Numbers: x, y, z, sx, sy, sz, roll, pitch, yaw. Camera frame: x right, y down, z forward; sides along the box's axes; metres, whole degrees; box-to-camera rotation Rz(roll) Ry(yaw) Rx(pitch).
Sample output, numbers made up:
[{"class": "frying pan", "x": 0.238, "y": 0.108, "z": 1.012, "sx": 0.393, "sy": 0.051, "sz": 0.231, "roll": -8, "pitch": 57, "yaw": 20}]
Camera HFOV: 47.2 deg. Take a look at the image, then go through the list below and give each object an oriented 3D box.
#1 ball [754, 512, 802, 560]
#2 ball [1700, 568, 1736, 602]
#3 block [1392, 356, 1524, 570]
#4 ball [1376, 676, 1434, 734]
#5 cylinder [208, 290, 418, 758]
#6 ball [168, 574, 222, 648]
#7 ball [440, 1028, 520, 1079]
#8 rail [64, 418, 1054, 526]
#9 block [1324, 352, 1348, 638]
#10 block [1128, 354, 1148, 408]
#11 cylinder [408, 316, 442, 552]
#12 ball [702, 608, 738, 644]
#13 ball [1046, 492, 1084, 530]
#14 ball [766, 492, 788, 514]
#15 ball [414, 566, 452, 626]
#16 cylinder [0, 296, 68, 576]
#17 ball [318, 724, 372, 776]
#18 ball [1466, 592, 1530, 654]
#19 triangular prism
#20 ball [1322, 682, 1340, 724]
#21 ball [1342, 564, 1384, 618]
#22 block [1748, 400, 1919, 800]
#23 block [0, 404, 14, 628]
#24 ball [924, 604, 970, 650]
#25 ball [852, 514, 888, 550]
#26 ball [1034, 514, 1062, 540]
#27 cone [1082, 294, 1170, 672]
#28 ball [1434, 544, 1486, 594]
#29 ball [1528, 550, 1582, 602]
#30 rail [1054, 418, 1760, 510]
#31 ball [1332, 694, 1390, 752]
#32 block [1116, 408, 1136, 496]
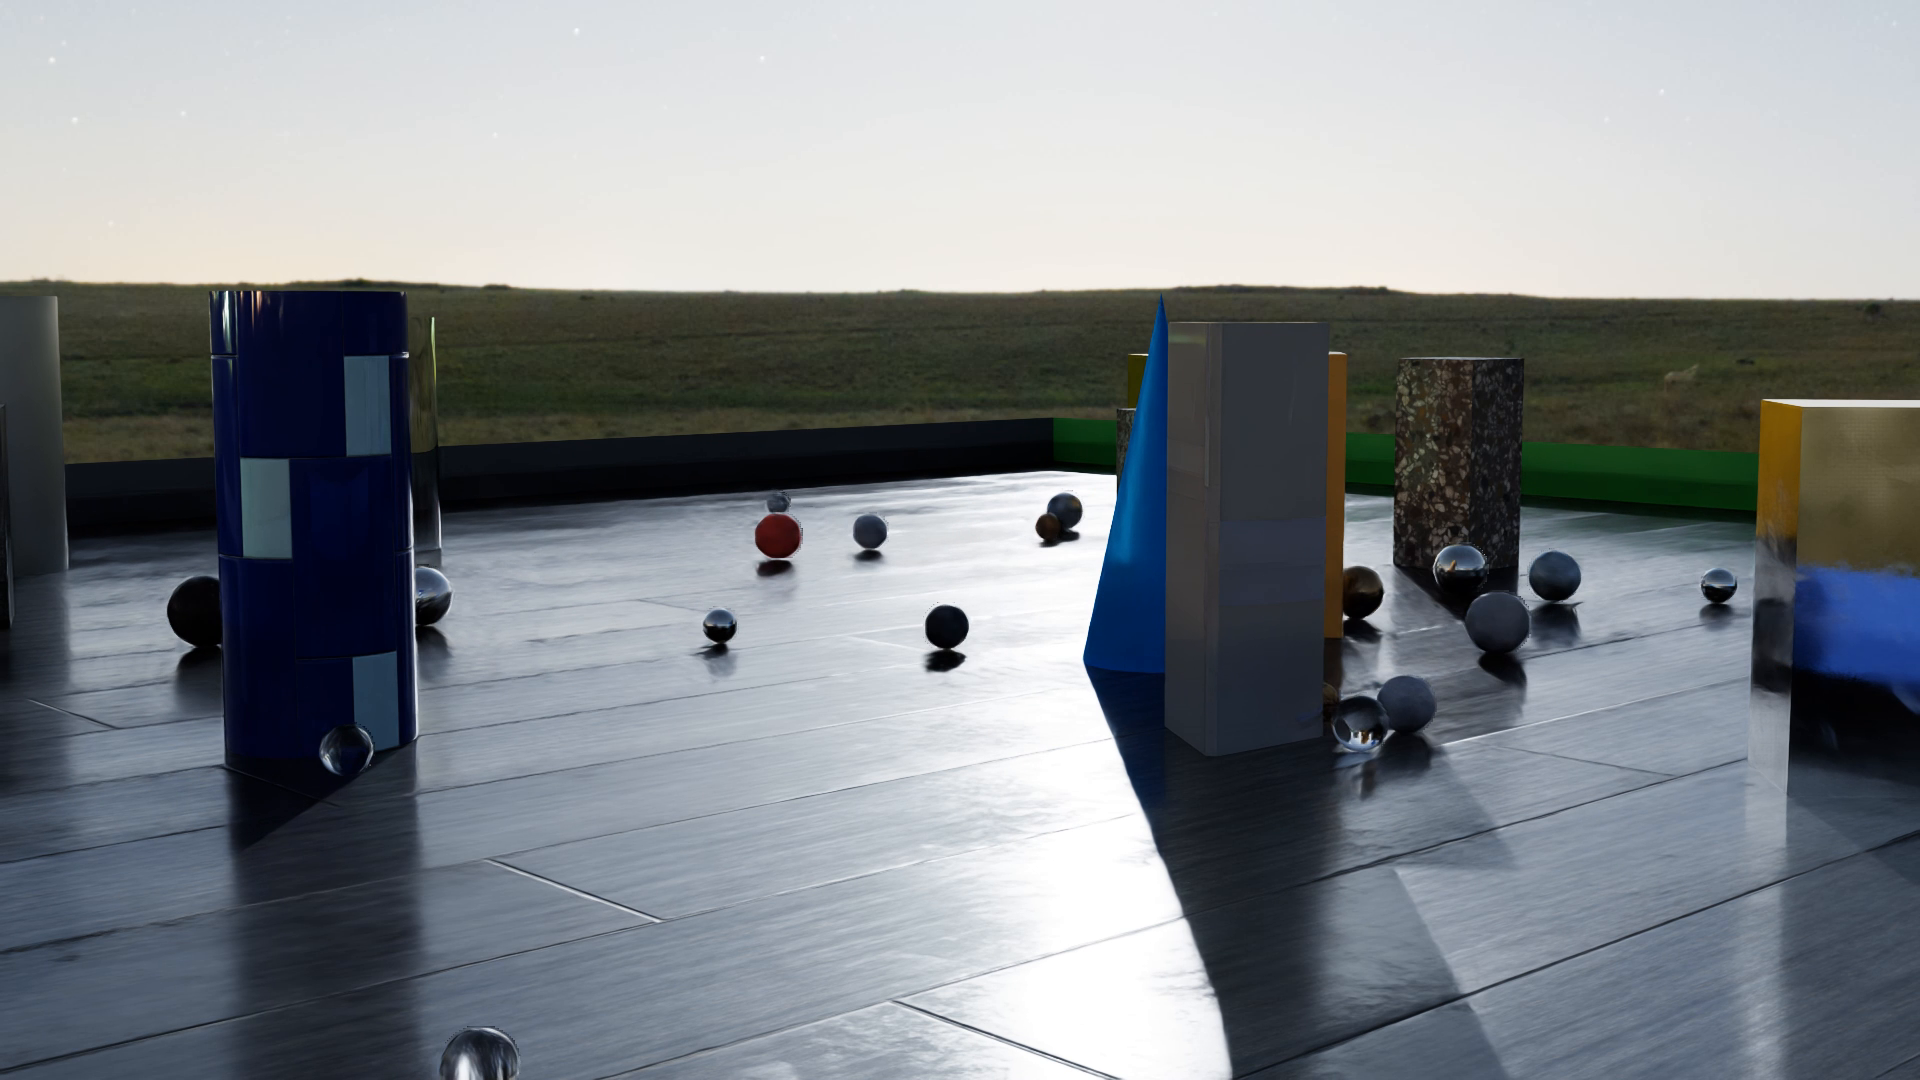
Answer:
[{"class": "ball", "x": -0.325, "y": -0.007, "z": 3.924, "sx": 0.083, "sy": 0.083, "sz": 0.083, "roll": 0, "pitch": 6, "yaw": 0}, {"class": "ball", "x": 1.154, "y": 0.069, "z": 3.345, "sx": 0.053, "sy": 0.053, "sz": 0.053, "roll": 0, "pitch": 6, "yaw": 0}, {"class": "block", "x": 0.865, "y": -0.135, "z": 3.821, "sx": 0.155, "sy": 0.360, "sz": 0.155, "roll": -6, "pitch": 8, "yaw": -43}, {"class": "ball", "x": 0.469, "y": 0.173, "z": 2.315, "sx": 0.061, "sy": 0.061, "sz": 0.061, "roll": 0, "pitch": 6, "yaw": 0}, {"class": "cylinder", "x": -0.661, "y": -0.022, "z": 2.255, "sx": 0.193, "sy": 0.462, "sz": 0.193, "roll": 0, "pitch": 6, "yaw": 0}, {"class": "ball", "x": -0.996, "y": 0.093, "z": 2.905, "sx": 0.096, "sy": 0.096, "sz": 0.096, "roll": 0, "pitch": 6, "yaw": 0}, {"class": "ball", "x": -0.269, "y": 0.295, "z": 1.232, "sx": 0.044, "sy": 0.044, "sz": 0.044, "roll": 0, "pitch": 6, "yaw": 0}, {"class": "rail", "x": -1.431, "y": -0.129, "z": 4.875, "sx": 4.684, "sy": 0.126, "sz": 0.045, "roll": -6, "pitch": 8, "yaw": -42}, {"class": "block", "x": 0.451, "y": -0.067, "z": 3.054, "sx": 0.155, "sy": 0.384, "sz": 0.155, "roll": 1, "pitch": 6, "yaw": 6}, {"class": "block", "x": 0.448, "y": -0.202, "z": 4.490, "sx": 0.155, "sy": 0.352, "sz": 0.155, "roll": -3, "pitch": 7, "yaw": -26}, {"class": "cylinder", "x": -1.069, "y": -0.199, "z": 4.089, "sx": 0.193, "sy": 0.429, "sz": 0.193, "roll": 0, "pitch": 6, "yaw": 0}, {"class": "ball", "x": -0.321, "y": 0.115, "z": 2.941, "sx": 0.046, "sy": 0.046, "sz": 0.046, "roll": 0, "pitch": 6, "yaw": 0}, {"class": "ball", "x": 0.212, "y": -0.059, "z": 4.457, "sx": 0.076, "sy": 0.076, "sz": 0.076, "roll": 0, "pitch": 6, "yaw": 0}, {"class": "ball", "x": -0.397, "y": -0.079, "z": 4.782, "sx": 0.048, "sy": 0.048, "sz": 0.048, "roll": 0, "pitch": 6, "yaw": 0}, {"class": "ball", "x": -0.757, "y": 0.079, "z": 3.100, "sx": 0.083, "sy": 0.083, "sz": 0.083, "roll": 0, "pitch": 6, "yaw": 0}, {"class": "cylinder", "x": -1.626, "y": -0.179, "z": 3.730, "sx": 0.193, "sy": 0.465, "sz": 0.193, "roll": 0, "pitch": 6, "yaw": 0}, {"class": "ball", "x": -0.587, "y": 0.201, "z": 2.103, "sx": 0.050, "sy": 0.050, "sz": 0.050, "roll": 0, "pitch": 6, "yaw": 0}, {"class": "ball", "x": 0.696, "y": 0.107, "z": 2.848, "sx": 0.081, "sy": 0.081, "sz": 0.081, "roll": 0, "pitch": 6, "yaw": 0}, {"class": "triangular prism", "x": 0.268, "y": -0.010, "z": 2.283, "sx": 0.167, "sy": 0.431, "sz": 0.145, "roll": -5, "pitch": 8, "yaw": -40}, {"class": "ball", "x": 0.381, "y": 0.172, "z": 2.327, "sx": 0.044, "sy": 0.044, "sz": 0.044, "roll": 0, "pitch": 6, "yaw": 0}, {"class": "ball", "x": 0.573, "y": 0.075, "z": 3.172, "sx": 0.078, "sy": 0.078, "sz": 0.078, "roll": 0, "pitch": 6, "yaw": 0}, {"class": "block", "x": 0.845, "y": 0.050, "z": 2.067, "sx": 0.155, "sy": 0.357, "sz": 0.155, "roll": 1, "pitch": 6, "yaw": 7}, {"class": "block", "x": -1.429, "y": -0.033, "z": 3.104, "sx": 0.155, "sy": 0.307, "sz": 0.155, "roll": -2, "pitch": 6, "yaw": -21}, {"class": "ball", "x": -0.018, "y": 0.114, "z": 2.889, "sx": 0.059, "sy": 0.059, "sz": 0.059, "roll": 0, "pitch": 6, "yaw": 0}, {"class": "ball", "x": -0.167, "y": -0.015, "z": 4.081, "sx": 0.066, "sy": 0.066, "sz": 0.066, "roll": 0, "pitch": 6, "yaw": 0}, {"class": "ball", "x": 0.170, "y": -0.026, "z": 4.252, "sx": 0.051, "sy": 0.051, "sz": 0.051, "roll": 0, "pitch": 6, "yaw": 0}, {"class": "cone", "x": 0.251, "y": -0.078, "z": 2.771, "sx": 0.193, "sy": 0.465, "sz": 0.193, "roll": 0, "pitch": 6, "yaw": 0}, {"class": "ball", "x": 0.781, "y": 0.045, "z": 3.436, "sx": 0.080, "sy": 0.080, "sz": 0.080, "roll": 0, "pitch": 6, "yaw": 0}, {"class": "ball", "x": 0.908, "y": 0.055, "z": 3.356, "sx": 0.077, "sy": 0.077, "sz": 0.077, "roll": 0, "pitch": 6, "yaw": 0}, {"class": "rail", "x": 1.704, "y": -0.132, "z": 4.896, "sx": 0.045, "sy": 0.126, "sz": 4.268, "roll": -6, "pitch": 8, "yaw": -42}, {"class": "ball", "x": 0.404, "y": 0.185, "z": 2.219, "sx": 0.057, "sy": 0.057, "sz": 0.057, "roll": 0, "pitch": 6, "yaw": 0}, {"class": "block", "x": 0.387, "y": -0.100, "z": 3.930, "sx": 0.155, "sy": 0.266, "sz": 0.155, "roll": -3, "pitch": 7, "yaw": -30}]
